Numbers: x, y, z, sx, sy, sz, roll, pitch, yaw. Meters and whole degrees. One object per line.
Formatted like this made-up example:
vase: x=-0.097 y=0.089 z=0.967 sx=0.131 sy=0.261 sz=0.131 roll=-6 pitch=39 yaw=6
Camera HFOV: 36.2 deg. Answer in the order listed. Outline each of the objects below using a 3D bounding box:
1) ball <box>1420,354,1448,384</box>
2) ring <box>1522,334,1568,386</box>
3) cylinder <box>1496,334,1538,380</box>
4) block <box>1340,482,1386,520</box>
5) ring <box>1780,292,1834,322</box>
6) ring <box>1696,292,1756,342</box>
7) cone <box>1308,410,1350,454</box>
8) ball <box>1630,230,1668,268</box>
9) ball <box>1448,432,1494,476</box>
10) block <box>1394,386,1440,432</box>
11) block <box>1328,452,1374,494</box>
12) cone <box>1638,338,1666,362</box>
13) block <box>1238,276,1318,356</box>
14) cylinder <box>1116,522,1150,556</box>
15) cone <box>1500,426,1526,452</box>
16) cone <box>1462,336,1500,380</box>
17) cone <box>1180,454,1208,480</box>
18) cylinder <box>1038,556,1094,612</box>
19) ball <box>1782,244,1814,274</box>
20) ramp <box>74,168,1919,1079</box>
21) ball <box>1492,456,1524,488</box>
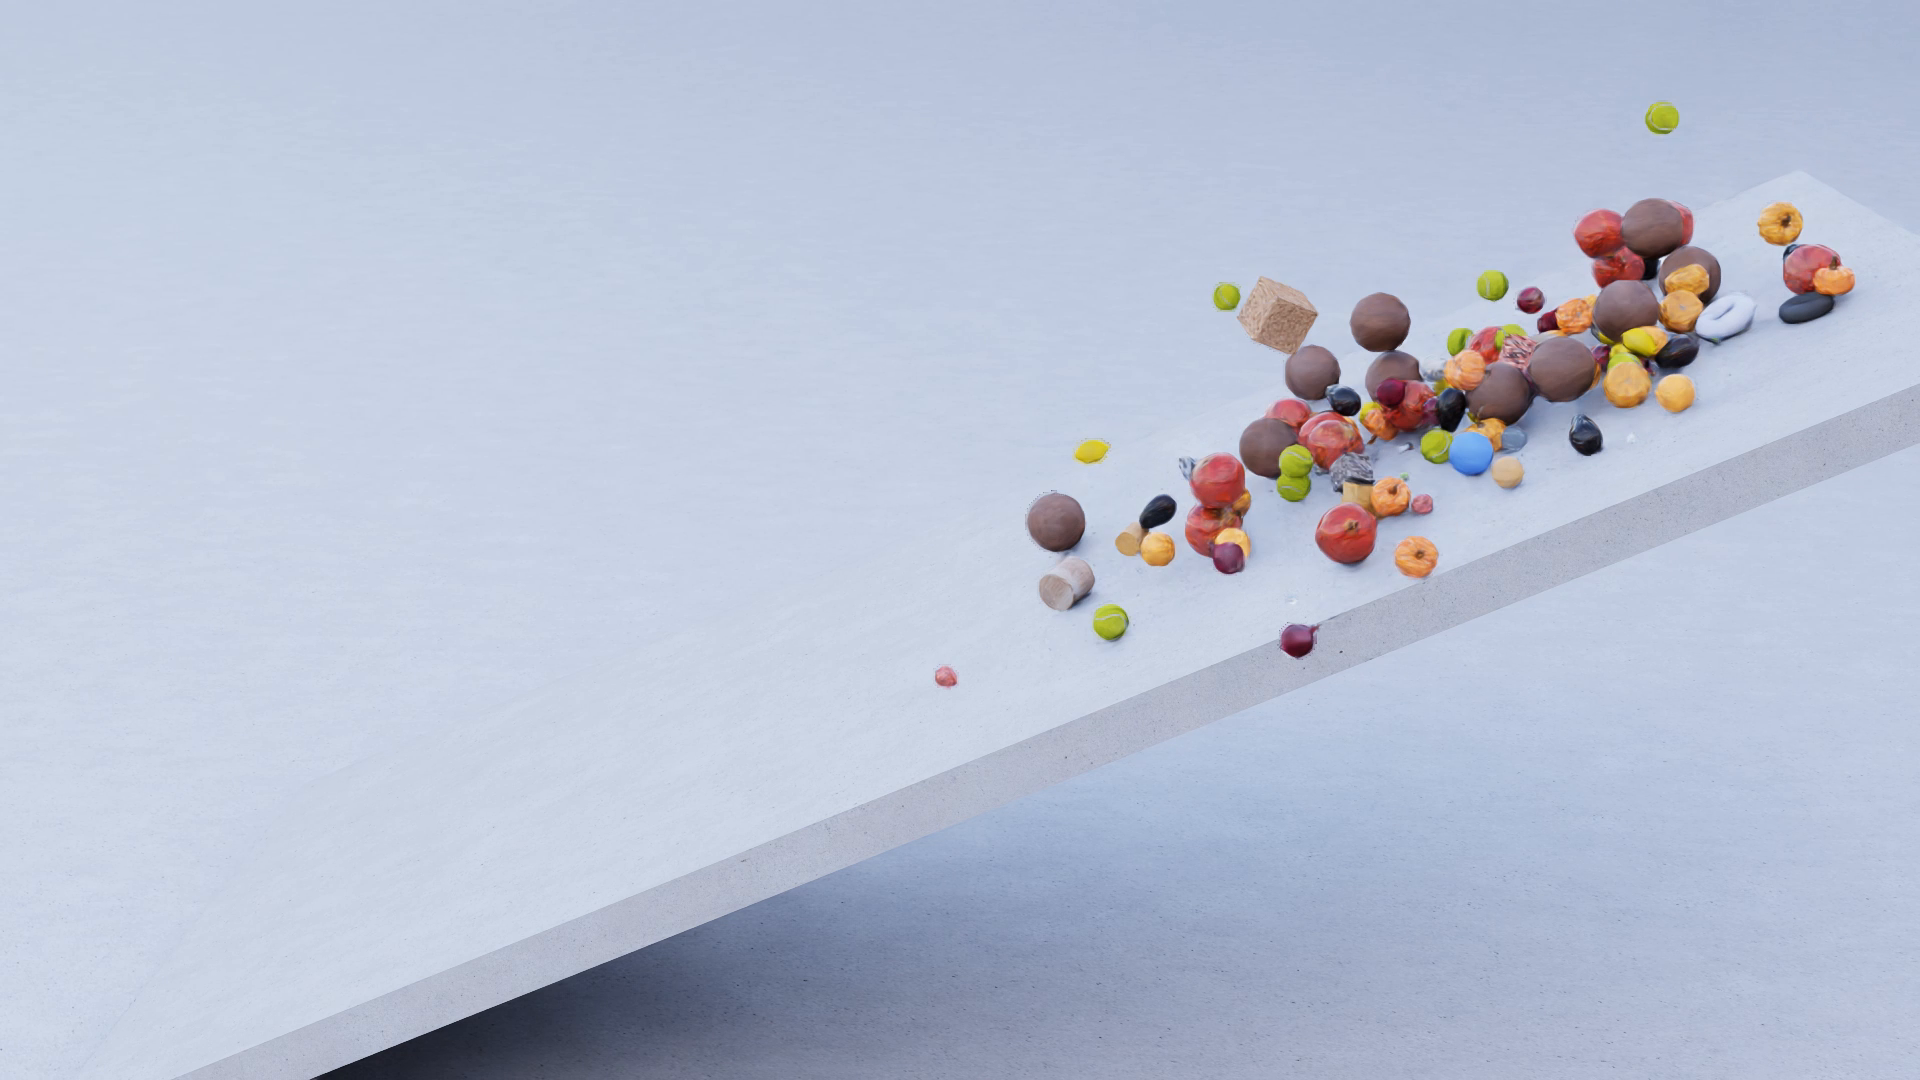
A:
ball: x=1.007 y=-0.364 z=6.248 sx=0.062 sy=0.062 sz=0.062 roll=0 pitch=15 yaw=0
ring: x=1.204 y=-0.373 z=6.092 sx=0.120 sy=0.120 sz=0.040 roll=13 pitch=-15 yaw=41
cylinder: x=1.144 y=-0.374 z=6.046 sx=0.070 sy=0.070 sz=0.070 roll=17 pitch=-17 yaw=5
block: x=0.778 y=-0.076 z=5.678 sx=0.062 sy=0.062 sz=0.062 roll=5 pitch=4 yaw=-18
ring: x=1.653 y=-0.455 z=5.745 sx=0.108 sy=0.036 sz=0.108 roll=-19 pitch=14 yaw=5
ring: x=1.529 y=-0.445 z=5.872 sx=0.128 sy=0.043 sz=0.128 roll=-33 pitch=20 yaw=14
cone: x=0.796 y=-0.213 z=6.315 sx=0.093 sy=0.093 sz=0.093 roll=0 pitch=43 yaw=0
ball: x=1.555 y=-0.655 z=6.639 sx=0.085 sy=0.085 sz=0.085 roll=0 pitch=15 yaw=0
ball: x=0.986 y=-0.167 z=5.673 sx=0.085 sy=0.085 sz=0.085 roll=0 pitch=15 yaw=0
block: x=0.964 y=-0.275 z=6.205 sx=0.066 sy=0.066 sz=0.066 roll=-18 pitch=14 yaw=25
block: x=0.768 y=-0.130 z=5.772 sx=0.058 sy=0.058 sz=0.058 roll=10 pitch=-35 yaw=-28
cone: x=1.402 y=-0.384 z=5.944 sx=0.050 sy=0.050 sz=0.050 roll=3 pitch=15 yaw=-2
block: x=0.613 y=-0.432 z=5.675 sx=0.098 sy=0.098 sz=0.098 roll=18 pitch=24 yaw=-25
cylinder: x=0.365 y=-0.002 z=6.203 sx=0.055 sy=0.055 sz=0.055 roll=7 pitch=36 yaw=24
cone: x=1.078 y=-0.190 z=5.740 sx=0.050 sy=0.050 sz=0.050 roll=1 pitch=-15 yaw=5
cone: x=1.150 y=-0.391 z=6.394 sx=0.096 sy=0.096 sz=0.096 roll=3 pitch=15 yaw=1
cone: x=0.533 y=-0.168 z=6.602 sx=0.060 sy=0.060 sz=0.060 roll=-13 pitch=18 yaw=-20
cylinder: x=0.218 y=0.090 z=6.029 sx=0.084 sy=0.084 sz=0.084 roll=10 pitch=32 yaw=34
ball: x=1.727 y=-0.580 z=6.063 sx=0.063 sy=0.063 sz=0.063 roll=0 pitch=15 yaw=0
ramp: x=0.130 y=0.171 z=6.286 sx=4.000 sy=0.100 sz=2.000 roll=-22 pitch=13 yaw=8
ball: x=1.024 y=-0.126 z=5.495 sx=0.060 sy=0.060 sz=0.060 roll=0 pitch=15 yaw=0
